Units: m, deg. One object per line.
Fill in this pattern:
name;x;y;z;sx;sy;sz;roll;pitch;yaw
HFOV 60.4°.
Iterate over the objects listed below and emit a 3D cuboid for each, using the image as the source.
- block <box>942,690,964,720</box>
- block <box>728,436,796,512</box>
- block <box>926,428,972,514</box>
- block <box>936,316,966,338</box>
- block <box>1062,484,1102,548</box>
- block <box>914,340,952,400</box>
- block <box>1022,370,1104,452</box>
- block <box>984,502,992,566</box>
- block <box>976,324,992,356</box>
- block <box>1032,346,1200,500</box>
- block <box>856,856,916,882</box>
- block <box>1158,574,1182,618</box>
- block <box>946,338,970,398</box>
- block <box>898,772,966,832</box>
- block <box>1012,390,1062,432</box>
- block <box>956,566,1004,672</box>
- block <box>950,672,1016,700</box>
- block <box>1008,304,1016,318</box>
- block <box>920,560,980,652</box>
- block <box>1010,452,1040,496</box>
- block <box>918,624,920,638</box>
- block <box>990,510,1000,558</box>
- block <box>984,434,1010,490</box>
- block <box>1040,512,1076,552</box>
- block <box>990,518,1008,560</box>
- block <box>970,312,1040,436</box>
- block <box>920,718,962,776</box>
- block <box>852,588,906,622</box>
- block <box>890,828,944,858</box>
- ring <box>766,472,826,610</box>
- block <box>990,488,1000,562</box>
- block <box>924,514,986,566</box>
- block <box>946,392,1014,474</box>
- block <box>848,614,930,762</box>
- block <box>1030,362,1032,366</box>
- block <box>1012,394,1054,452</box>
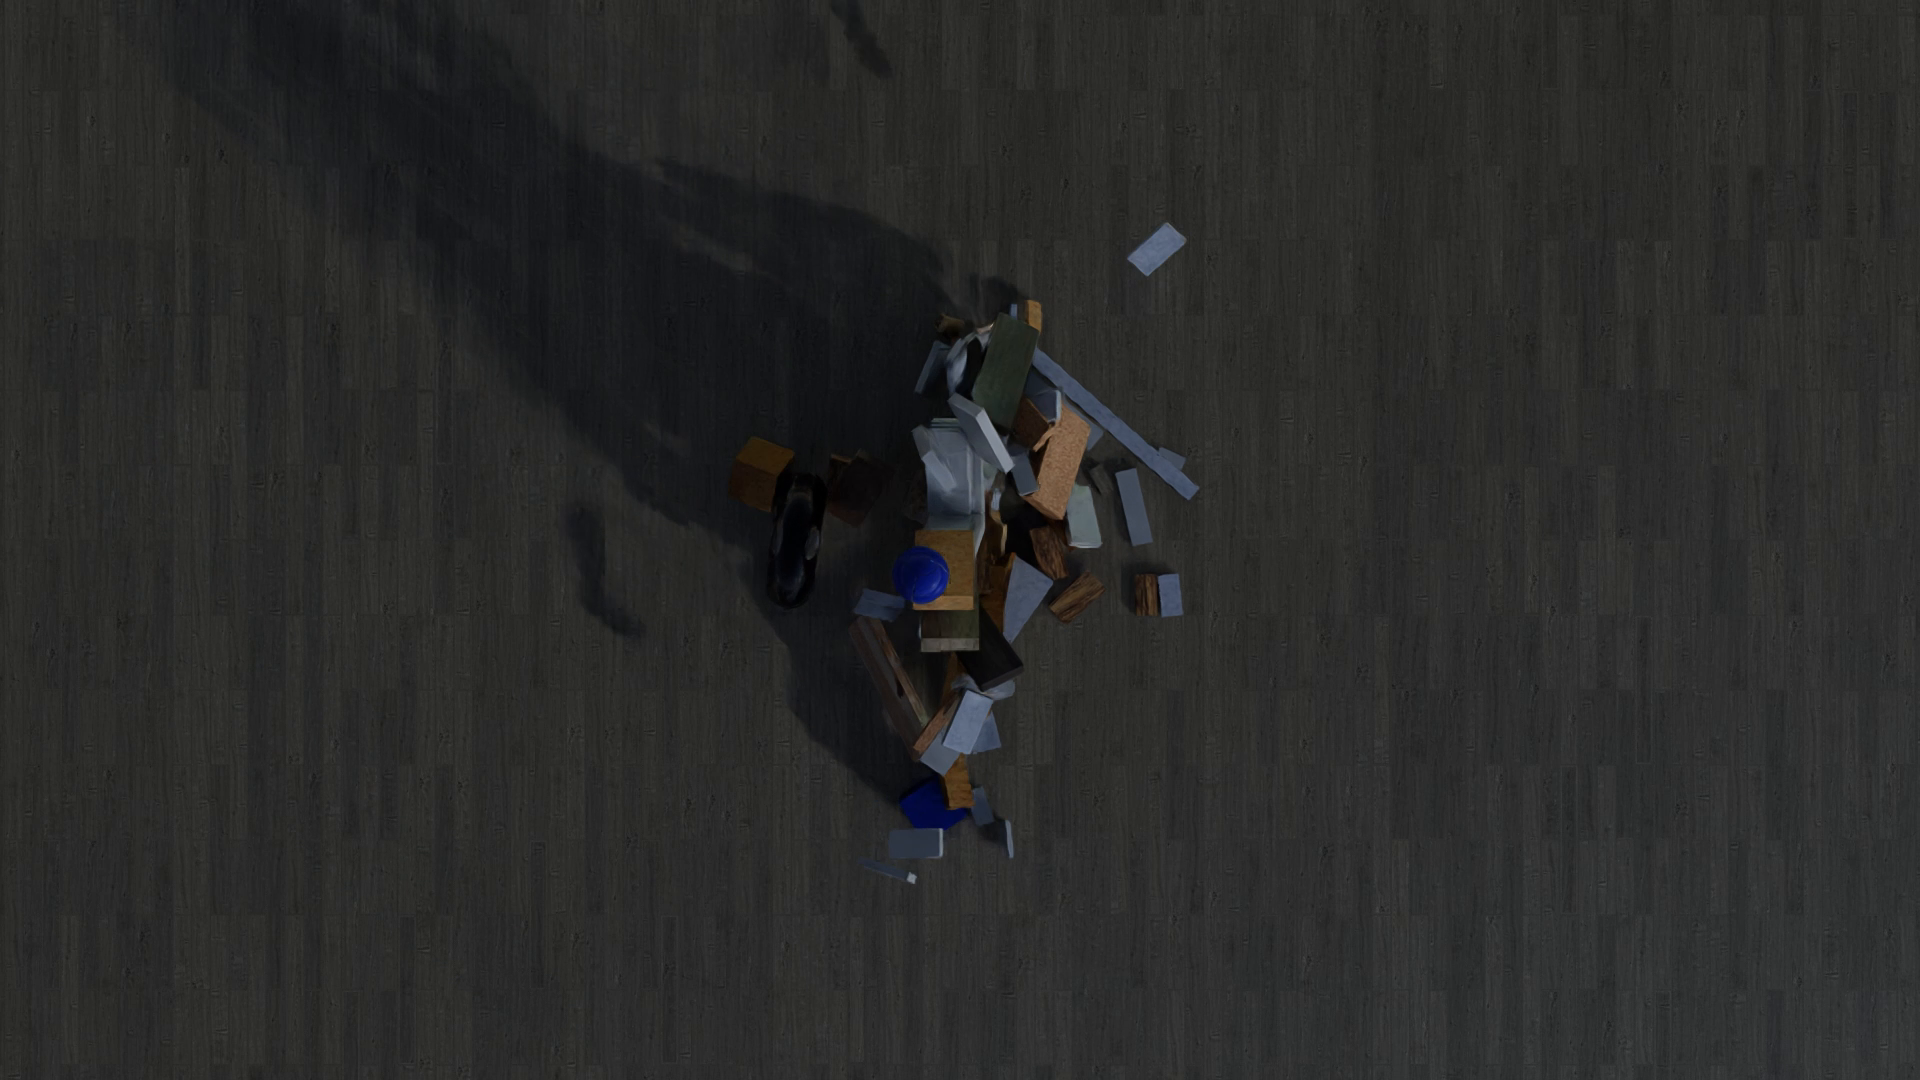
block;0.015;0.500;4.912;0.089;0.178;0.025;18;60;-9
block;-0.647;-0.214;5.375;0.154;0.154;0.154;21;127;6
block;-0.035;-0.204;4.886;0.128;0.036;0.256;2;111;13
block;-0.030;-0.703;5.441;0.016;0.112;0.056;39;108;25
block;0.389;-0.079;5.408;0.111;0.031;0.222;5;58;-25
block;-0.084;-0.561;5.452;0.026;0.091;0.183;24;91;30
block;0.320;-0.439;5.489;0.351;0.023;0.081;40;90;0
block;0.040;-0.010;5.023;0.104;0.029;0.208;-4;97;-4
block;0.105;-0.639;5.426;0.081;0.161;0.023;-22;49;-8
block;0.491;-0.399;5.483;0.757;0.016;0.056;41;90;1
block;-0.228;1.025;5.130;0.173;0.086;0.024;15;77;18
block;0.698;0.184;5.490;0.070;0.020;0.140;-6;90;0
block;-0.008;-0.543;5.353;0.026;0.241;0.091;24;63;16
block;-0.089;0.872;5.421;0.159;0.159;0.159;-33;90;0
block;0.243;-0.419;5.359;0.191;0.027;0.095;-12;71;38
block;0.060;0.231;4.875;0.135;0.038;0.368;0;50;1
block;0.065;0.429;4.830;0.135;0.269;0.038;15;78;-9
block;0.174;-0.726;5.472;0.016;0.055;0.110;2;90;-8
block;-0.031;0.158;4.741;0.166;0.428;0.047;-1;128;-1
block;0.199;-0.208;5.241;0.065;0.018;0.130;-17;75;-9
block;-0.045;0.188;5.192;0.136;0.039;0.273;6;117;-7
block;0.017;0.058;5.179;0.165;0.047;0.334;6;116;-7
block;0.057;-0.281;5.076;0.148;0.295;0.042;24;130;-4
block;0.339;-0.075;5.429;0.111;0.031;0.222;-26;75;-42
block;0.117;-0.003;5.087;0.017;0.059;0.117;-16;124;-33
block;0.136;-0.529;5.233;0.148;0.042;0.438;24;53;-10
block;-0.039;0.617;4.917;0.089;0.025;0.178;34;120;-2
block;-0.250;0.200;5.037;0.132;0.265;0.037;14;78;-7
block;-0.134;0.931;5.059;0.173;0.024;0.086;-7;77;25
ring;-0.523;0.002;5.284;0.149;0.448;0.448;8;90;-4
block;0.027;-0.010;5.198;0.165;0.047;0.330;3;117;-6
block;-0.037;0.029;4.820;0.166;0.331;0.047;6;125;10
block;0.061;-0.305;4.733;0.036;0.256;0.128;-45;48;-12
block;-0.217;0.473;5.368;0.039;0.136;0.499;-14;68;-38
block;0.217;-0.634;5.473;0.055;0.016;0.110;10;84;9
block;0.223;-0.379;5.322;0.095;0.027;0.191;-51;48;18
